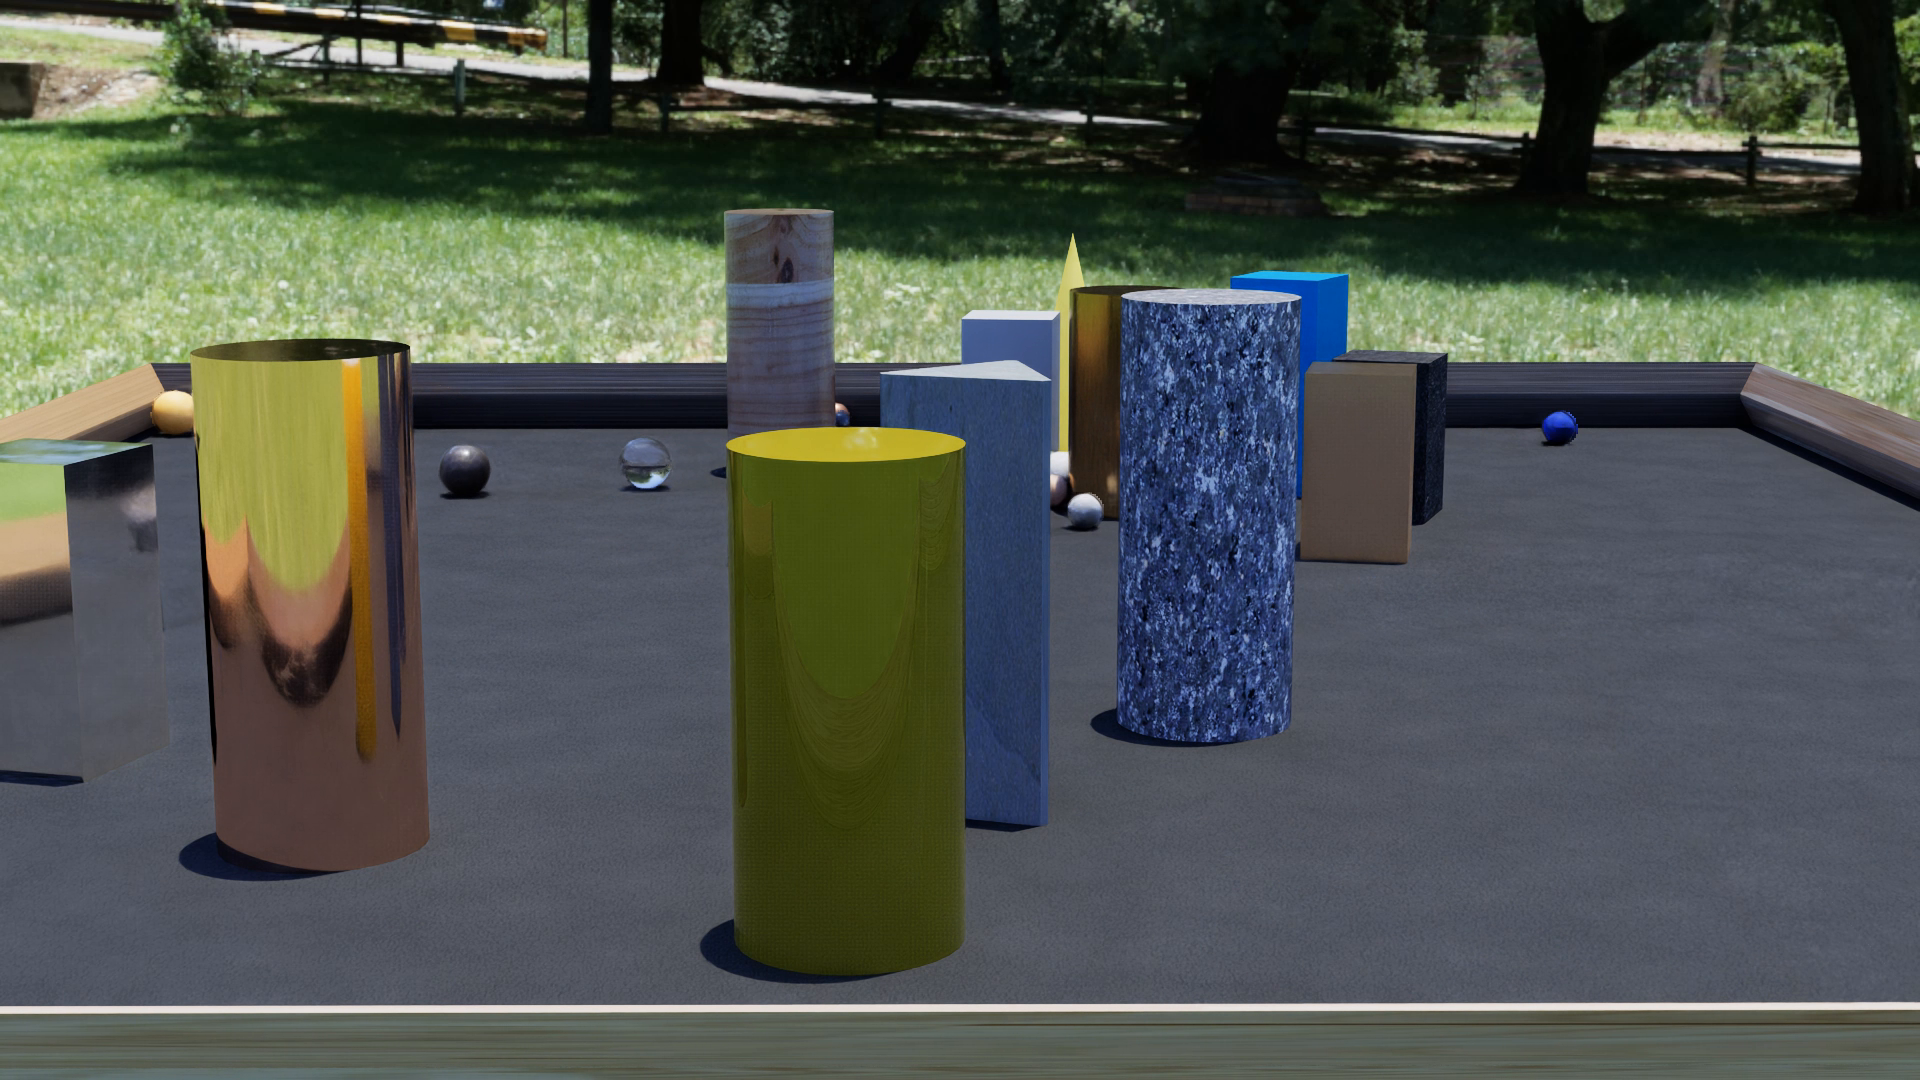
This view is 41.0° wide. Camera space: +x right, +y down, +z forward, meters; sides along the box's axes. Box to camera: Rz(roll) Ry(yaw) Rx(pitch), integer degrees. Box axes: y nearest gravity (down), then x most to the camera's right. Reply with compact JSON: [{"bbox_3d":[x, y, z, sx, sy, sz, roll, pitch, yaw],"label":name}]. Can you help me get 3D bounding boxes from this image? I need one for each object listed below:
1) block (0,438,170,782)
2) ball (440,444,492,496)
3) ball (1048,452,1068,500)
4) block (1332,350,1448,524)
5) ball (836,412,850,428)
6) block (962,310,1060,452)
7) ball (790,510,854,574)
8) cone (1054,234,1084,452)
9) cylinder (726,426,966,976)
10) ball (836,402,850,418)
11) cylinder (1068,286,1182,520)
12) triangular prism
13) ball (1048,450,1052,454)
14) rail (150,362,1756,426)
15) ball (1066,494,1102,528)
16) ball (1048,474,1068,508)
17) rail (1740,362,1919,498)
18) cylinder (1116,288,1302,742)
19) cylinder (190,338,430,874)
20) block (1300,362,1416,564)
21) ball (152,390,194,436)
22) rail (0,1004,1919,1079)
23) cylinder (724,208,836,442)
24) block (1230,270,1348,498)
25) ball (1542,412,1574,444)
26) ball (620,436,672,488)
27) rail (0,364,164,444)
[{"bbox_3d":[-0.954,0.070,2.700,0.157,0.330,0.157,3,11,16],"label":"block"},{"bbox_3d":[-0.846,-0.120,4.388,0.087,0.087,0.087,0,11,0],"label":"ball"},{"bbox_3d":[0.171,-0.108,4.338,0.083,0.083,0.083,0,11,0],"label":"ball"},{"bbox_3d":[0.699,-0.171,4.191,0.157,0.260,0.157,4,11,21],"label":"block"},{"bbox_3d":[-0.241,-0.236,5.141,0.042,0.042,0.042,0,11,0],"label":"ball"},{"bbox_3d":[0.090,-0.249,4.515,0.157,0.295,0.157,1,11,7],"label":"block"},{"bbox_3d":[-0.200,0.004,3.708,0.092,0.092,0.092,0,11,0],"label":"ball"},{"bbox_3d":[0.206,-0.351,4.714,0.196,0.424,0.196,0,11,0],"label":"cone"},{"bbox_3d":[-0.093,0.128,2.136,0.196,0.421,0.196,0,11,0],"label":"cylinder"},{"bbox_3d":[-0.250,-0.251,5.186,0.054,0.054,0.054,0,11,0],"label":"ball"},{"bbox_3d":[0.277,-0.229,4.222,0.196,0.363,0.196,0,11,0],"label":"cylinder"},{"bbox_3d":[0.028,0.046,2.544,0.170,0.434,0.147,4,11,20],"label":"triangular prism"},{"bbox_3d":[0.145,-0.118,4.413,0.074,0.074,0.074,0,11,0],"label":"ball"},{"bbox_3d":[-0.010,-0.294,5.211,3.273,0.127,0.045,0,11,0],"label":"rail"},{"bbox_3d":[0.198,-0.046,4.078,0.055,0.055,0.055,0,11,0],"label":"ball"},{"bbox_3d":[0.153,-0.082,4.270,0.055,0.055,0.055,0,11,0],"label":"ball"},{"bbox_3d":[1.613,0.031,3.458,0.045,0.127,3.631,0,11,0],"label":"rail"},{"bbox_3d":[0.274,-0.032,2.846,0.196,0.476,0.196,0,11,0],"label":"cylinder"},{"bbox_3d":[-0.603,0.056,2.393,0.196,0.469,0.196,0,11,0],"label":"cylinder"},{"bbox_3d":[0.600,-0.119,3.857,0.157,0.279,0.157,2,11,12],"label":"block"},{"bbox_3d":[-1.559,-0.252,5.099,0.089,0.089,0.089,0,11,0],"label":"ball"},{"bbox_3d":[0.010,0.359,1.687,3.273,0.127,0.045,0,11,0],"label":"rail"},{"bbox_3d":[-0.323,-0.357,4.623,0.196,0.467,0.196,0,11,0],"label":"cylinder"},{"bbox_3d":[0.566,-0.272,4.435,0.157,0.369,0.157,5,12,27],"label":"block"},{"bbox_3d":[1.163,-0.217,4.983,0.062,0.062,0.062,0,11,0],"label":"ball"},{"bbox_3d":[-0.546,-0.134,4.456,0.091,0.091,0.091,0,11,0],"label":"ball"},{"bbox_3d":[-1.613,0.034,3.440,0.045,0.127,3.631,0,11,0],"label":"rail"}]
